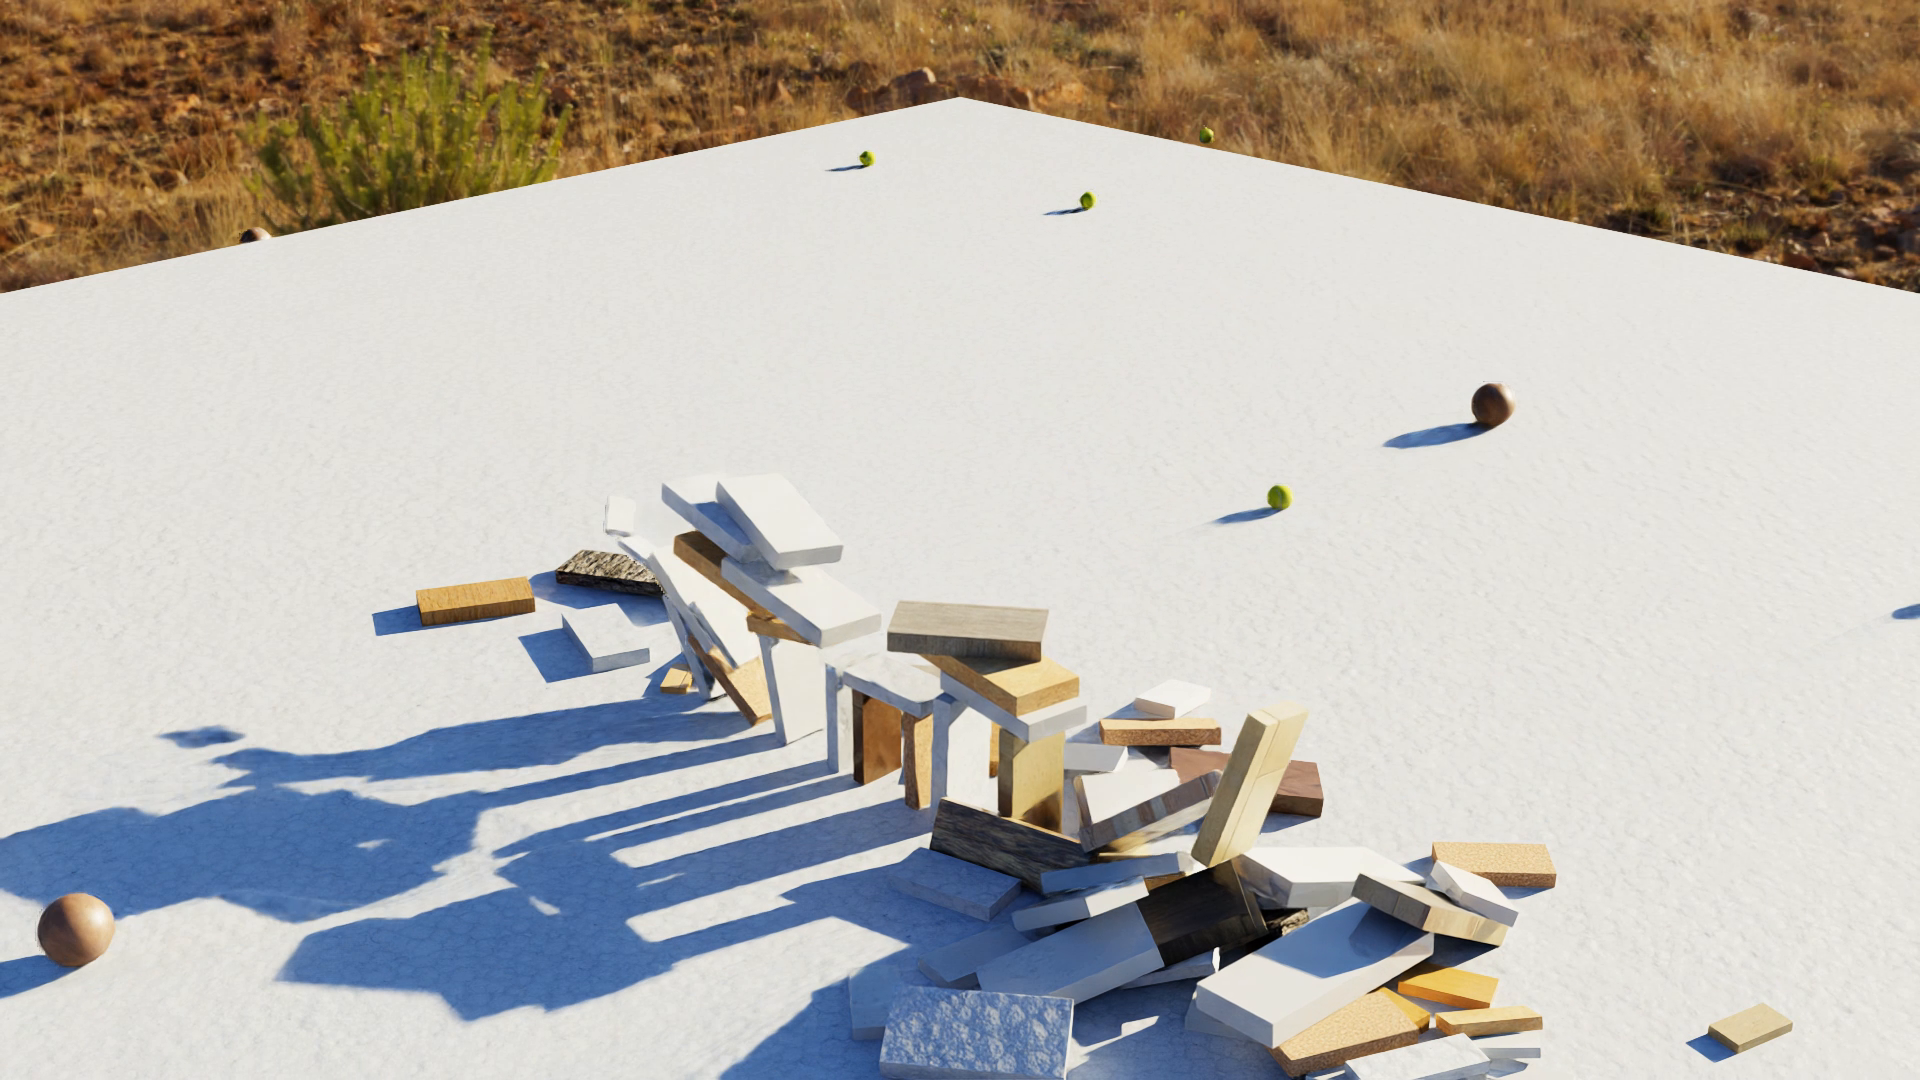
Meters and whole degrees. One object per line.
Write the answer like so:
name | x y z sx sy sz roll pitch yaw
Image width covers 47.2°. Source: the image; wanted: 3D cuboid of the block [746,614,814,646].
block | -0.328 0.175 4.638 0.123 0.035 0.246 -20 19 -38

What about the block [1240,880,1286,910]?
block | 0.531 0.637 4.037 0.077 0.022 0.154 4 12 -39

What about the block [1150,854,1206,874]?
block | 0.368 0.627 4.182 0.184 0.026 0.092 -5 15 33

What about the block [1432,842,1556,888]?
block | 1.029 0.626 4.246 0.218 0.031 0.109 1 23 2

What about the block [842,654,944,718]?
block | -0.121 0.294 4.459 0.221 0.031 0.111 20 30 39

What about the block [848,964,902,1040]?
block | -0.145 0.805 3.831 0.091 0.026 0.182 -2 23 -5

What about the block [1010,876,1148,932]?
block | 0.212 0.652 3.935 0.128 0.036 0.256 -14 -7 -32

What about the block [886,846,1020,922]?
block | -0.012 0.653 4.181 0.229 0.032 0.114 14 27 29

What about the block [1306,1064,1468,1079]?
block | 0.701 0.896 3.606 0.238 0.034 0.119 12 26 26

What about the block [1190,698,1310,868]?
block | 0.521 0.437 3.951 0.043 0.301 0.151 33 26 31

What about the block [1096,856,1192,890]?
block | 0.339 0.637 4.099 0.184 0.092 0.026 -4 -24 27

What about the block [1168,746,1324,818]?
block | 0.583 0.495 4.502 0.304 0.043 0.152 6 23 0

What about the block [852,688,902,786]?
block | -0.171 0.388 4.562 0.031 0.221 0.111 21 31 40

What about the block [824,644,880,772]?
block | -0.223 0.354 4.613 0.123 0.246 0.035 -21 31 -40

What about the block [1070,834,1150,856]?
block | 0.263 0.606 4.244 0.184 0.026 0.092 1 18 41

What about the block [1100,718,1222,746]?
block | 0.427 0.410 4.705 0.247 0.035 0.124 0 6 -1

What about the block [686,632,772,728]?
block | -0.478 0.287 4.868 0.127 0.036 0.254 -23 65 -42

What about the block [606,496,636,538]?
block | -0.781 -0.053 5.057 0.059 0.017 0.119 11 38 -13

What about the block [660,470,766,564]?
block | -0.492 -0.052 4.742 0.157 0.044 0.314 -14 35 -38

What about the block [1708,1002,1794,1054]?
block | 1.354 0.836 3.767 0.132 0.019 0.066 -13 26 -27

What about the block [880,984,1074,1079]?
block | 0.029 0.832 3.677 0.307 0.043 0.153 3 44 8

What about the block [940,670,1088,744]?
block | 0.101 0.303 4.269 0.141 0.040 0.283 -16 28 -33

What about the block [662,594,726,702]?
block | -0.564 0.221 4.939 0.127 0.254 0.036 -21 -1 -40

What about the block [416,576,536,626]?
block | -1.181 0.149 5.361 0.270 0.038 0.135 -7 24 -17

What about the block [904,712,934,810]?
block | -0.063 0.428 4.469 0.031 0.221 0.111 20 30 40

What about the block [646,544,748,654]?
block | -0.575 0.120 4.879 0.127 0.036 0.254 -23 74 -44

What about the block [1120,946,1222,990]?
block | 0.370 0.739 3.885 0.181 0.026 0.090 -15 29 22

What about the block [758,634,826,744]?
block | -0.356 0.300 4.735 0.123 0.246 0.035 -22 19 -40

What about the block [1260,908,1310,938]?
block | 0.532 0.695 3.987 0.182 0.026 0.091 -11 3 41

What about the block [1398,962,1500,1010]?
block | 0.862 0.786 3.879 0.160 0.023 0.080 10 25 22

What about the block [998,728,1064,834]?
block | 0.138 0.476 4.276 0.141 0.283 0.040 -21 31 -40

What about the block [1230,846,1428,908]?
block | 0.683 0.624 4.085 0.341 0.048 0.171 5 12 -34

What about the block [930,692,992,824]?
block | 0.003 0.421 4.404 0.040 0.283 0.141 19 29 33

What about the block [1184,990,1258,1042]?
block | 0.486 0.822 3.789 0.182 0.026 0.091 7 24 16

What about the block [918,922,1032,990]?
block | 0.033 0.752 3.953 0.194 0.028 0.097 -15 27 -31
